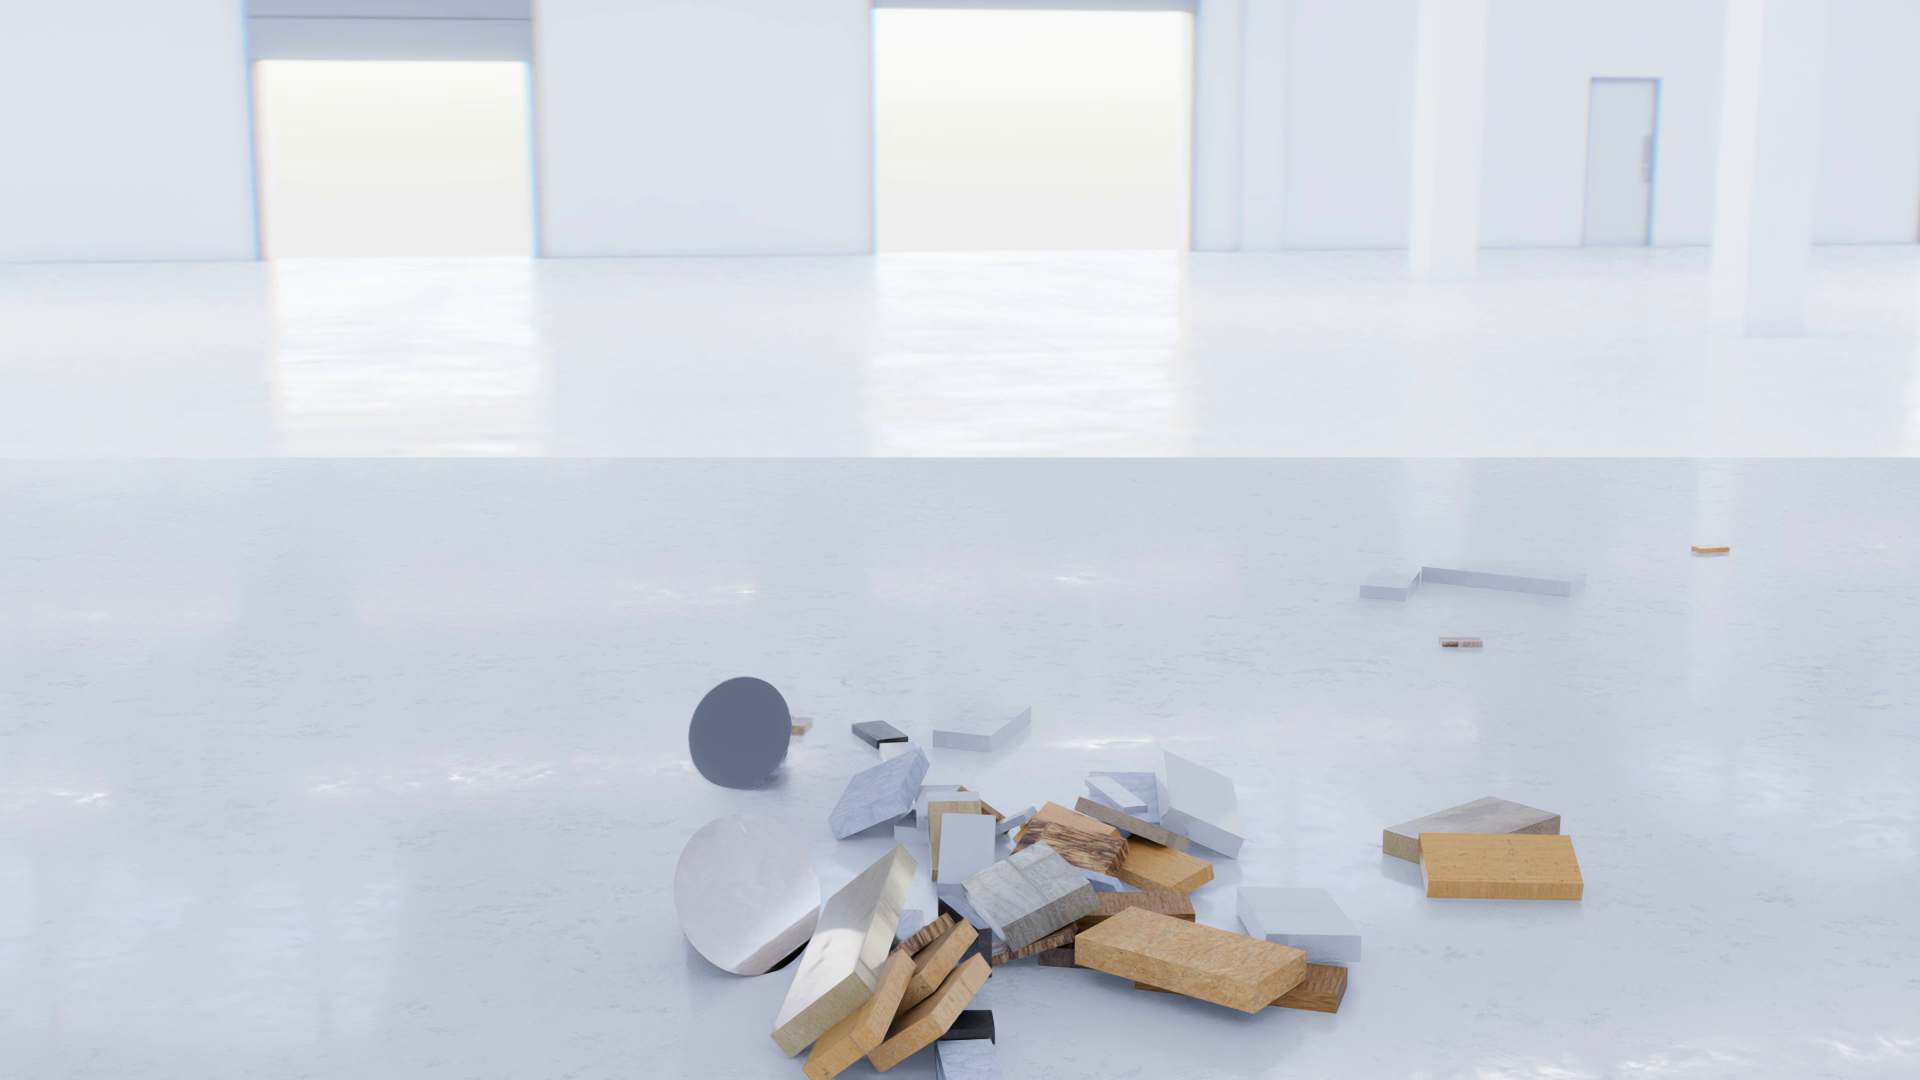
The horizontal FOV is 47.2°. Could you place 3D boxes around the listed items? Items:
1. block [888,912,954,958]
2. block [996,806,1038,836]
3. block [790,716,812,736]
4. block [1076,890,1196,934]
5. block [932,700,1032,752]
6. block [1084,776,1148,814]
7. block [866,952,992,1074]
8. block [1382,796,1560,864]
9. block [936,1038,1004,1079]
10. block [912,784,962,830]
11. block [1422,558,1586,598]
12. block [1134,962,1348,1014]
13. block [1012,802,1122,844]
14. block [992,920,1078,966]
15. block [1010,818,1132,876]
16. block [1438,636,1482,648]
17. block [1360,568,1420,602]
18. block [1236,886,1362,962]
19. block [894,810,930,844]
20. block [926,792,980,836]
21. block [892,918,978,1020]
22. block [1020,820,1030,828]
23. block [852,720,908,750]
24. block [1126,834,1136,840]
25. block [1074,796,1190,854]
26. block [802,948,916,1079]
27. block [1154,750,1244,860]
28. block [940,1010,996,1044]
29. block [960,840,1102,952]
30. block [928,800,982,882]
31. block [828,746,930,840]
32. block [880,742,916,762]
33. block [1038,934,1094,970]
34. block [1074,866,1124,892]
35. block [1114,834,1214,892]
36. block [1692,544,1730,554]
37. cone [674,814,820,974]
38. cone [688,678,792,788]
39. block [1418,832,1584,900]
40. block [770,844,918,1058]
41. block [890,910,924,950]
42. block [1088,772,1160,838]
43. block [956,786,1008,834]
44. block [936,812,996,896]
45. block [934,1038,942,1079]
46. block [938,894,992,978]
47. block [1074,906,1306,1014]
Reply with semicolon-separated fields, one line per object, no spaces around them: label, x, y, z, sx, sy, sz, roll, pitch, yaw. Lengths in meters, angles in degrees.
block;-0.082;0.615;3.303;0.079;0.022;0.158;-39;-8;39
block;0.081;0.509;3.926;0.109;0.015;0.054;-27;-1;24
block;-0.390;0.393;4.675;0.140;0.020;0.070;2;11;11
block;0.256;0.584;3.449;0.213;0.030;0.107;-1;10;-1
block;0.048;0.392;4.635;0.126;0.036;0.253;4;11;21
block;0.286;0.469;4.046;0.047;0.013;0.191;-3;11;-18
block;-0.040;0.655;3.057;0.116;0.033;0.231;-36;-1;20
block;0.912;0.523;3.912;0.308;0.044;0.154;-9;14;-40
block;0.013;0.700;2.904;0.074;0.021;0.149;-1;11;-7
block;-0.036;0.486;4.010;0.093;0.026;0.186;-1;11;-4
block;1.523;0.104;6.169;0.422;0.044;0.154;6;12;30
block;0.417;0.650;3.262;0.298;0.030;0.107;3;11;18
block;0.186;0.520;3.827;0.097;0.027;0.194;-44;29;-21
block;0.110;0.614;3.351;0.139;0.015;0.054;-20;9;16
block;0.184;0.535;3.737;0.196;0.027;0.097;7;48;39
block;1.240;0.253;5.447;0.100;0.014;0.050;0;11;2
block;1.191;0.123;6.088;0.126;0.036;0.253;4;11;19
block;0.525;0.597;3.432;0.143;0.041;0.286;2;5;-2
block;-0.045;0.512;4.018;0.093;0.026;0.186;3;11;18
block;-0.008;0.509;3.859;0.093;0.026;0.186;-1;31;-4
block;-0.057;0.629;3.187;0.116;0.033;0.231;-38;-2;19
block;0.159;0.525;3.977;0.054;0.015;0.109;-6;12;-28
block;-0.168;0.407;4.600;0.070;0.020;0.140;-5;12;-24
block;0.318;0.533;3.862;0.047;0.013;0.094;19;30;26
block;0.300;0.496;3.832;0.184;0.026;0.092;18;-6;32
block;-0.136;0.652;3.014;0.116;0.033;0.231;-38;5;17
block;0.434;0.478;4.014;0.143;0.041;0.360;23;11;-1
block;0.009;0.677;3.055;0.074;0.021;0.148;0;-2;-1
block;0.108;0.559;3.477;0.153;0.043;0.305;-26;9;-9
block;-0.006;0.518;3.792;0.092;0.026;0.184;0;32;-3
block;-0.147;0.466;4.066;0.143;0.041;0.286;-24;7;11
block;-0.119;0.437;4.436;0.070;0.020;0.140;-2;11;-10
block;0.194;0.617;3.441;0.107;0.030;0.213;2;10;12
block;0.223;0.570;3.633;0.108;0.054;0.015;9;49;40
block;0.328;0.555;3.725;0.097;0.027;0.193;-23;21;-31
block;2.274;0.026;6.665;0.100;0.014;0.050;-3;11;-15
cone;-0.385;0.576;3.444;0.247;0.247;0.247;-7;-14;-34
cone;-0.391;0.407;4.383;0.222;0.222;0.222;4;-15;22
block;0.904;0.547;3.688;0.253;0.036;0.126;1;31;3
block;-0.164;0.598;3.267;0.153;0.043;0.549;-39;5;11
block;-0.102;0.618;3.456;0.079;0.022;0.158;1;11;4
block;0.316;0.494;4.065;0.154;0.044;0.308;1;11;3
block;0.043;0.490;3.993;0.109;0.015;0.054;36;6;-9
block;0.012;0.532;3.720;0.092;0.026;0.184;2;32;1
block;0.005;0.710;2.964;0.074;0.021;0.149;0;11;-2
block;0.007;0.606;3.365;0.022;0.079;0.158;-4;11;-23
block;0.339;0.616;3.243;0.305;0.043;0.153;8;14;37
